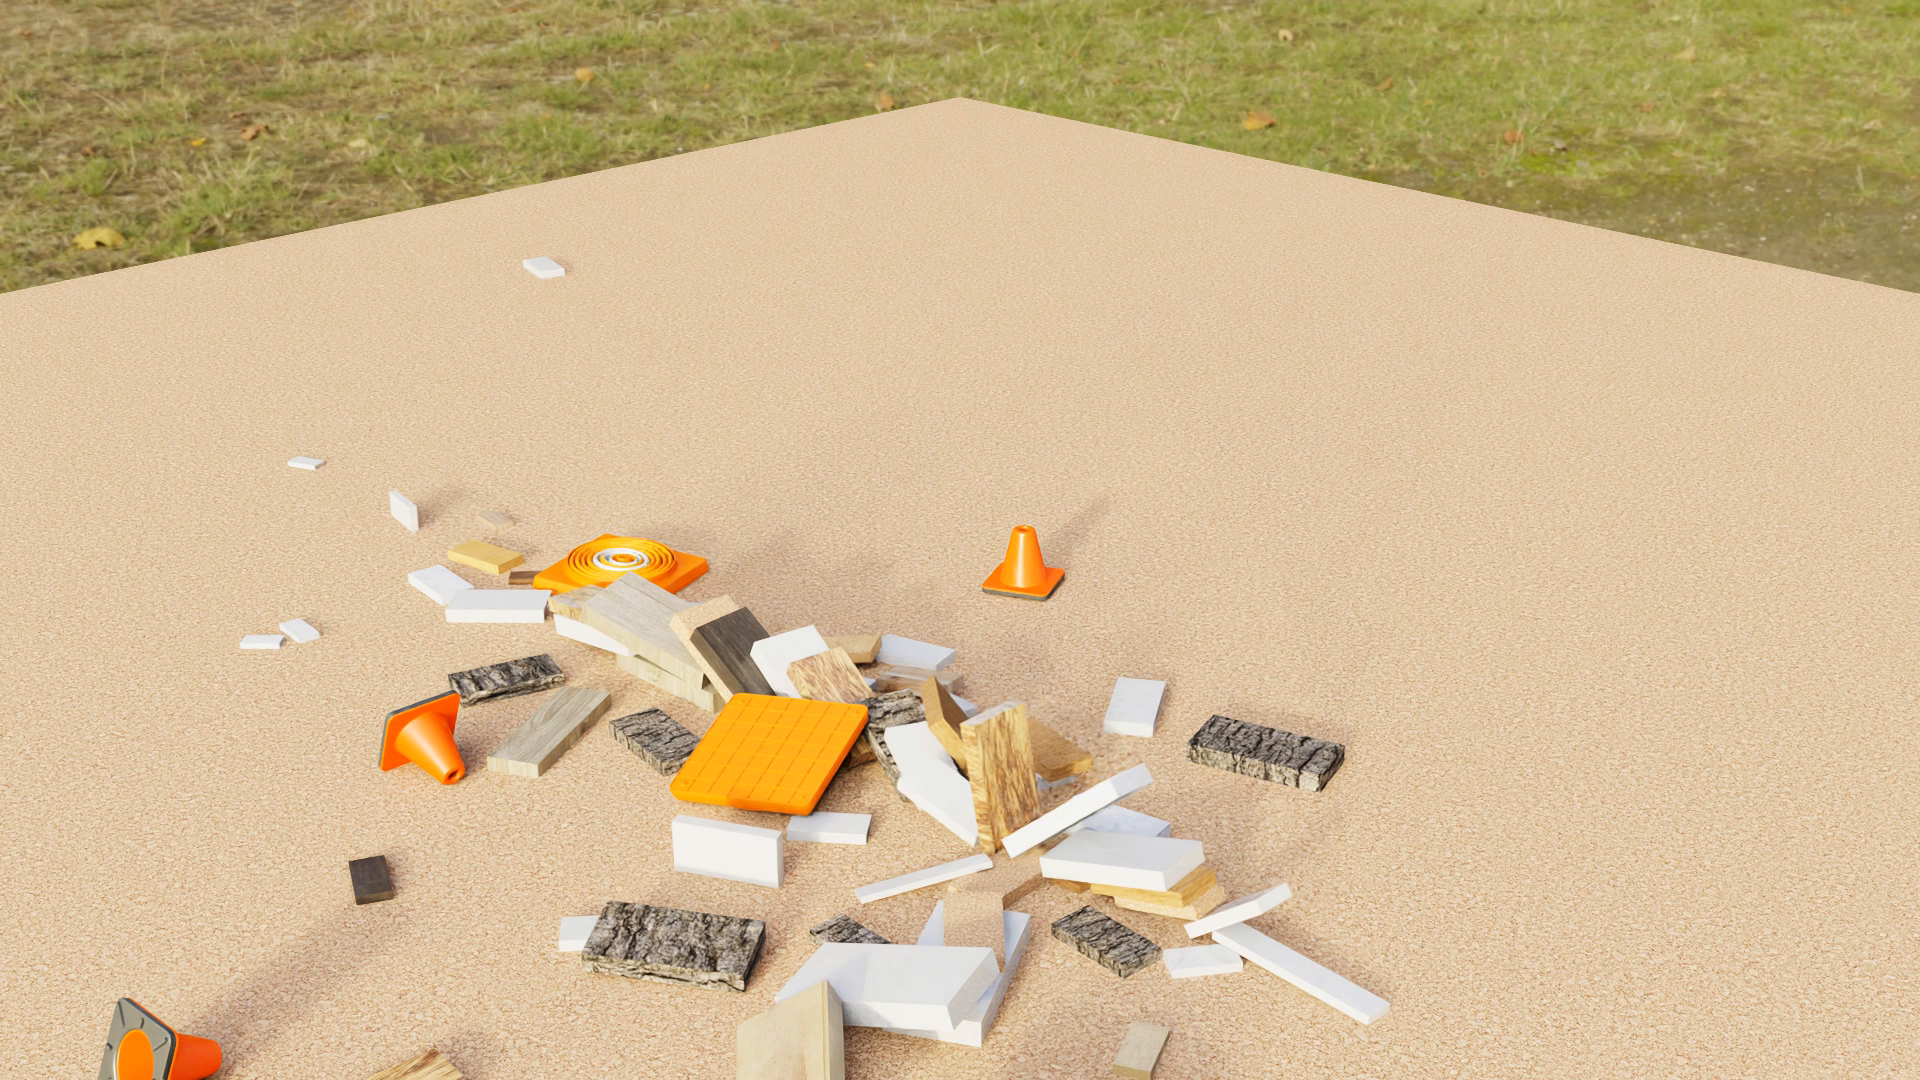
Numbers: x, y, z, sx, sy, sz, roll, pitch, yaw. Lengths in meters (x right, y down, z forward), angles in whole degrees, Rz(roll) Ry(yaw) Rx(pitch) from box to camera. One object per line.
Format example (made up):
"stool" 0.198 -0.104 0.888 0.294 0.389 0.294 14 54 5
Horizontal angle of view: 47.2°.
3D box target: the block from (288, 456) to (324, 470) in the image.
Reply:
"block" -1.861 -0.219 6.260 0.092 0.013 0.046 9 25 20

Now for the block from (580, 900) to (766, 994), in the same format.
"block" -0.513 0.729 3.950 0.298 0.042 0.149 6 31 9

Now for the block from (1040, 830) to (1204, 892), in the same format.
"block" 0.305 0.603 4.153 0.278 0.039 0.139 0 17 38

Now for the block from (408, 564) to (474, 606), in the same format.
"block" -1.289 0.111 5.466 0.089 0.025 0.178 -18 29 -36

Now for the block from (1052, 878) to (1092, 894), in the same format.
"block" 0.246 0.635 4.238 0.068 0.019 0.137 19 29 37

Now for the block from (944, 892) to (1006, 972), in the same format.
"block" 0.025 0.702 3.942 0.107 0.030 0.214 0 23 -1

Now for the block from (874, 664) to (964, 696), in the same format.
"block" -0.091 0.319 4.941 0.182 0.026 0.091 6 21 35

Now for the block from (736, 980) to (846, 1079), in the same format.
"block" -0.275 0.866 3.554 0.175 0.049 0.349 -29 22 8

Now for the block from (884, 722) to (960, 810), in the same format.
"block" -0.070 0.461 4.513 0.104 0.030 0.209 -8 43 -22

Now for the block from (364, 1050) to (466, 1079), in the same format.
"block" -0.925 0.908 3.582 0.215 0.030 0.108 -19 29 -37

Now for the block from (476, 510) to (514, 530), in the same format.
"block" -1.240 -0.053 5.866 0.051 0.015 0.103 -18 29 -36

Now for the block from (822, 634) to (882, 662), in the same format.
"block" -0.280 0.254 5.089 0.182 0.026 0.091 -3 23 16

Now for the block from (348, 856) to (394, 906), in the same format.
"block" -1.127 0.650 4.204 0.068 0.019 0.137 -8 24 -18

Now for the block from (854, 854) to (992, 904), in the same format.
"block" -0.069 0.643 4.182 0.262 0.013 0.046 -14 16 -14

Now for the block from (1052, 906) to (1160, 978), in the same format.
"block" 0.265 0.731 4.005 0.094 0.027 0.187 -19 30 -38

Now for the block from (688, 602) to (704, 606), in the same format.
"block" -0.623 0.200 5.258 0.089 0.025 0.191 -2 23 -5

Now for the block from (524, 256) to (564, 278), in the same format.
"block" -1.531 -1.003 8.091 0.091 0.026 0.182 -13 26 -28

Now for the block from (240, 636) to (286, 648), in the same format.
"block" -1.642 0.240 5.179 0.092 0.013 0.046 0 23 1

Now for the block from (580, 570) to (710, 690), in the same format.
"block" -0.666 0.201 4.962 0.341 0.048 0.171 28 39 19

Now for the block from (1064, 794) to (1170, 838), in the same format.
"block" 0.299 0.569 4.381 0.213 0.030 0.107 15 27 31

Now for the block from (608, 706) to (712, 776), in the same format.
"block" -0.642 0.430 4.705 0.117 0.033 0.233 -17 28 -34

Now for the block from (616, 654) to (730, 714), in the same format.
"block" -0.609 0.292 5.010 0.341 0.048 0.171 20 30 39

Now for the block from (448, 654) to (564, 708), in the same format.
"block" -1.026 0.317 4.971 0.233 0.033 0.117 -12 26 -26

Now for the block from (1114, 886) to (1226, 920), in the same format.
"block" 0.390 0.665 4.102 0.187 0.027 0.094 2 18 42

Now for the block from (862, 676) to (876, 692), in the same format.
"block" -0.290 0.326 4.958 0.182 0.026 0.091 11 26 25

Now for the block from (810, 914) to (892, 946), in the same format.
"block" -0.192 0.734 4.001 0.079 0.022 0.158 -20 30 -40

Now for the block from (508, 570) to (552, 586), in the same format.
"block" -1.078 0.095 5.519 0.103 0.015 0.051 -1 23 -3

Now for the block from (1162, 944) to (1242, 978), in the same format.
"block" 0.436 0.756 3.955 0.130 0.018 0.065 -4 23 -9

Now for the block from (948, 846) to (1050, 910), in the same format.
"block" 0.087 0.645 4.201 0.107 0.030 0.214 18 29 36

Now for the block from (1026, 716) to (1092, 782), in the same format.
"block" 0.170 0.438 4.614 0.107 0.030 0.213 -15 27 -31

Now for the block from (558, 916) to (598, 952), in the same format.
"block" -0.653 0.720 4.036 0.158 0.022 0.079 -2 23 -5

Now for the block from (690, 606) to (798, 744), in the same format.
"block" -0.441 0.292 4.810 0.151 0.043 0.301 -24 67 -44

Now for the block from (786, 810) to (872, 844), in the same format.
"block" -0.260 0.573 4.382 0.158 0.022 0.079 3 23 6

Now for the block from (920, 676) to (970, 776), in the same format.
"block" -0.020 0.389 4.633 0.038 0.134 0.268 -37 15 5

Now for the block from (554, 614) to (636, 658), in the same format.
"block" -0.790 0.198 5.143 0.171 0.048 0.341 -19 18 -35

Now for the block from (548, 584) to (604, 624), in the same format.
"block" -0.868 0.154 5.191 0.117 0.033 0.235 -18 18 -32

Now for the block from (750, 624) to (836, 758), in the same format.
"block" -0.314 0.326 4.761 0.151 0.043 0.301 -16 56 -33

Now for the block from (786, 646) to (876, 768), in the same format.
"block" -0.246 0.355 4.703 0.134 0.038 0.268 -16 56 -33

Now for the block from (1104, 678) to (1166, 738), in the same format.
"block" 0.386 0.368 4.855 0.107 0.030 0.213 5 23 11

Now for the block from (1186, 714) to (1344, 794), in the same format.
"block" 0.645 0.450 4.646 0.298 0.042 0.149 12 26 26

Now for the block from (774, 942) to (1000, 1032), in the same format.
"block" -0.126 0.763 3.771 0.348 0.049 0.174 -5 21 31

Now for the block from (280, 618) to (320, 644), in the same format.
"block" -1.572 0.216 5.233 0.051 0.015 0.103 -19 29 -37

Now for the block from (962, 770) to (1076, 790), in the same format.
"block" 0.123 0.489 4.570 0.209 0.030 0.104 -11 25 -24

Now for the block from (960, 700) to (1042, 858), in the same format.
"block" 0.084 0.469 4.298 0.139 0.278 0.039 -22 18 -41

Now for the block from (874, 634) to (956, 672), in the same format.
"block" -0.112 0.265 5.104 0.182 0.026 0.091 12 26 27

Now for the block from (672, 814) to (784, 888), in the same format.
"block" -0.445 0.597 4.217 0.215 0.108 0.030 7 24 16

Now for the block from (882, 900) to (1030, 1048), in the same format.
"block" -0.001 0.764 3.898 0.174 0.049 0.348 6 24 14

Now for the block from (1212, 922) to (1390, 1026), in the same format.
"block" 0.603 0.765 3.907 0.343 0.018 0.065 24 29 39

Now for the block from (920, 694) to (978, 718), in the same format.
"block" -0.059 0.388 4.813 0.182 0.026 0.091 -20 30 -39

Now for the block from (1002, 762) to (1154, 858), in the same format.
"block" 0.223 0.515 4.190 0.278 0.039 0.139 -34 -11 32

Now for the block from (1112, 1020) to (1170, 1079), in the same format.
"block" 0.306 0.861 3.709 0.065 0.018 0.130 8 24 18

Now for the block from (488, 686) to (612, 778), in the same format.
"block" -0.883 0.411 4.749 0.117 0.033 0.345 7 24 16

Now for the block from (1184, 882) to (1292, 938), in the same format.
"block" 0.504 0.673 3.994 0.094 0.027 0.187 -19 -9 -44

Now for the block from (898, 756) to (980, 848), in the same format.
"block" -0.013 0.522 4.403 0.209 0.030 0.104 34 44 27

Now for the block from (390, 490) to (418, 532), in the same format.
"block" -1.481 -0.078 5.857 0.019 0.068 0.137 -15 27 -32

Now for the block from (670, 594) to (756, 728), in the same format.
"block" -0.495 0.266 4.865 0.151 0.043 0.302 -21 65 -43

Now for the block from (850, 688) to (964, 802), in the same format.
"block" -0.112 0.427 4.597 0.134 0.038 0.268 -11 44 -25

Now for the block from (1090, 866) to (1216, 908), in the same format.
"block" 0.361 0.638 4.114 0.214 0.030 0.107 2 19 43

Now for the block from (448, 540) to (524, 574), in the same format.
"block" -1.214 0.043 5.627 0.178 0.025 0.089 15 27 31

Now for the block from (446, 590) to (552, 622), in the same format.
"block" -1.117 0.160 5.341 0.235 0.033 0.117 0 23 1
